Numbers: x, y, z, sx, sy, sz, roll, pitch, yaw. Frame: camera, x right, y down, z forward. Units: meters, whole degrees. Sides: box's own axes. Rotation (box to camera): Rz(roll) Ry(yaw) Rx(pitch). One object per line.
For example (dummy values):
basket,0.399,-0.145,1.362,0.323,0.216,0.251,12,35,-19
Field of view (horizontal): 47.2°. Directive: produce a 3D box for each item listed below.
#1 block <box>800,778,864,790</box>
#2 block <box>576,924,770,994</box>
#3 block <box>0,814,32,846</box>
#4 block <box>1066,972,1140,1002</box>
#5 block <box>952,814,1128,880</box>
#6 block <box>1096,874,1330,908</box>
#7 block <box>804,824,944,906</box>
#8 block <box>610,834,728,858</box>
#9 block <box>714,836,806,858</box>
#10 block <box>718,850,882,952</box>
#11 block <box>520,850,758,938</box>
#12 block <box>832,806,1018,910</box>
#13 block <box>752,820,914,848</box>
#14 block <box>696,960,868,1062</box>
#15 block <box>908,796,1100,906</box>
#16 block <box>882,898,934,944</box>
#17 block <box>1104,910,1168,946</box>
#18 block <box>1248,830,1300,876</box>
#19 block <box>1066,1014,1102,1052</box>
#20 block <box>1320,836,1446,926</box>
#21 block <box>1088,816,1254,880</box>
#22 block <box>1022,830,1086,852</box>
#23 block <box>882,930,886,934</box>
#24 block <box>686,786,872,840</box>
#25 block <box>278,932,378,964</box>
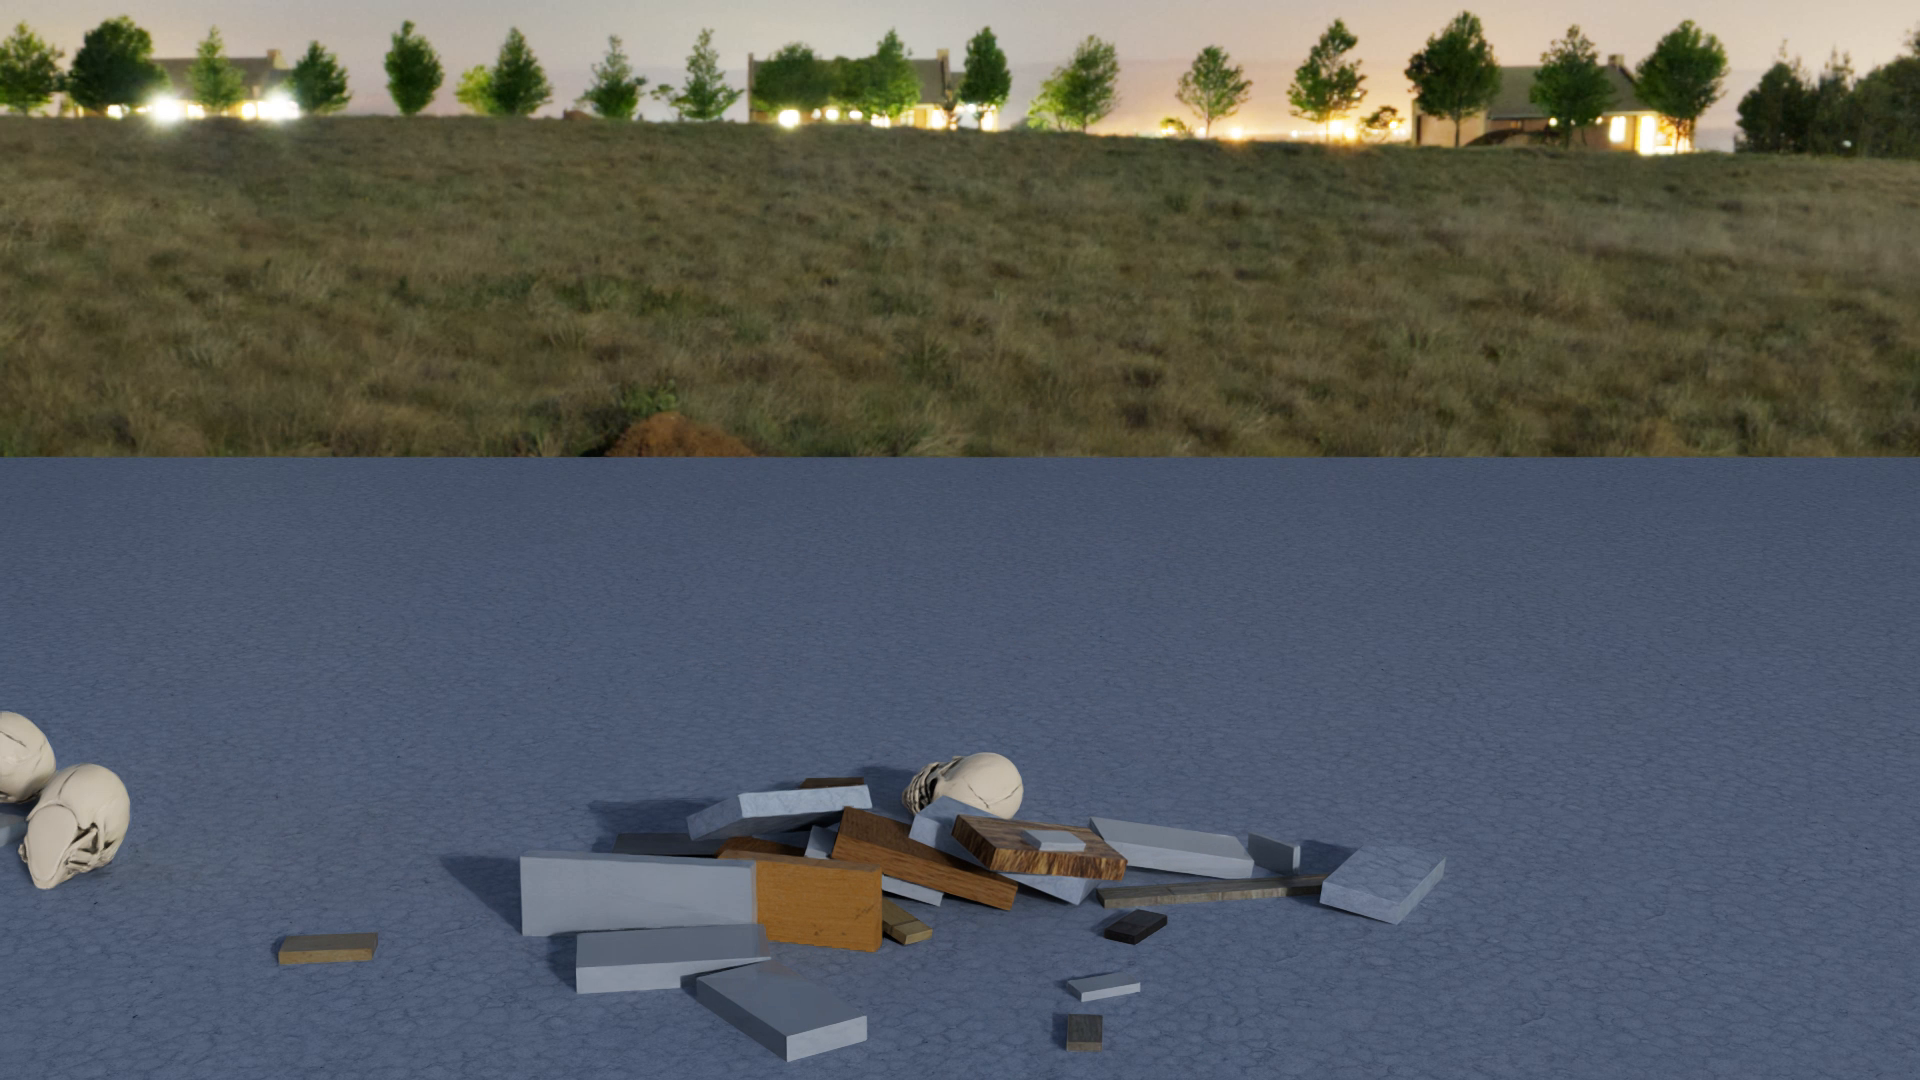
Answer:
block,-0.240,0.471,4.113,0.109,0.031,0.219,0,0,0
block,-0.434,0.632,3.329,0.286,0.041,0.143,-2,11,-9
block,-1.802,0.520,3.962,0.219,0.031,0.109,3,11,17
block,0.212,0.660,3.252,0.097,0.014,0.049,-5,11,-23
block,0.131,0.505,3.607,0.263,0.037,0.131,10,13,-32
block,0.432,0.584,3.660,0.409,0.015,0.054,-2,11,-11
block,-0.141,0.541,3.659,0.236,0.033,0.118,17,10,-2
block,-0.482,0.544,3.824,0.236,0.033,0.118,0,11,-2
block,-0.283,0.546,3.674,0.236,0.033,0.118,11,10,9
block,-0.251,0.565,3.447,0.259,0.130,0.037,3,10,17
block,-0.505,0.563,3.457,0.371,0.130,0.037,2,10,8
block,-0.056,0.527,3.653,0.305,0.043,0.153,17,10,-2
block,-0.211,0.536,3.840,0.305,0.043,0.153,0,11,-2
block,-0.257,0.669,3.142,0.130,0.037,0.259,-7,13,-34
block,0.082,0.517,3.685,0.305,0.043,0.153,20,11,15
block,-0.103,0.603,3.482,0.057,0.016,0.114,-5,22,-44
block,0.280,0.615,3.494,0.054,0.015,0.109,7,12,32
block,0.539,0.541,3.785,0.015,0.054,0.109,-8,13,-37
block,0.175,0.691,3.085,0.049,0.014,0.097,1,11,4
block,0.707,0.565,3.661,0.131,0.037,0.263,13,15,26
block,0.359,0.529,3.768,0.263,0.037,0.131,9,9,-9
block,0.153,0.489,3.580,0.097,0.014,0.049,8,14,-40
block,-0.166,0.609,3.520,0.114,0.016,0.057,5,12,26
block,-0.303,0.461,3.718,0.286,0.041,0.143,2,-22,-45
block,-0.975,0.631,3.397,0.138,0.020,0.069,-1,11,-7
